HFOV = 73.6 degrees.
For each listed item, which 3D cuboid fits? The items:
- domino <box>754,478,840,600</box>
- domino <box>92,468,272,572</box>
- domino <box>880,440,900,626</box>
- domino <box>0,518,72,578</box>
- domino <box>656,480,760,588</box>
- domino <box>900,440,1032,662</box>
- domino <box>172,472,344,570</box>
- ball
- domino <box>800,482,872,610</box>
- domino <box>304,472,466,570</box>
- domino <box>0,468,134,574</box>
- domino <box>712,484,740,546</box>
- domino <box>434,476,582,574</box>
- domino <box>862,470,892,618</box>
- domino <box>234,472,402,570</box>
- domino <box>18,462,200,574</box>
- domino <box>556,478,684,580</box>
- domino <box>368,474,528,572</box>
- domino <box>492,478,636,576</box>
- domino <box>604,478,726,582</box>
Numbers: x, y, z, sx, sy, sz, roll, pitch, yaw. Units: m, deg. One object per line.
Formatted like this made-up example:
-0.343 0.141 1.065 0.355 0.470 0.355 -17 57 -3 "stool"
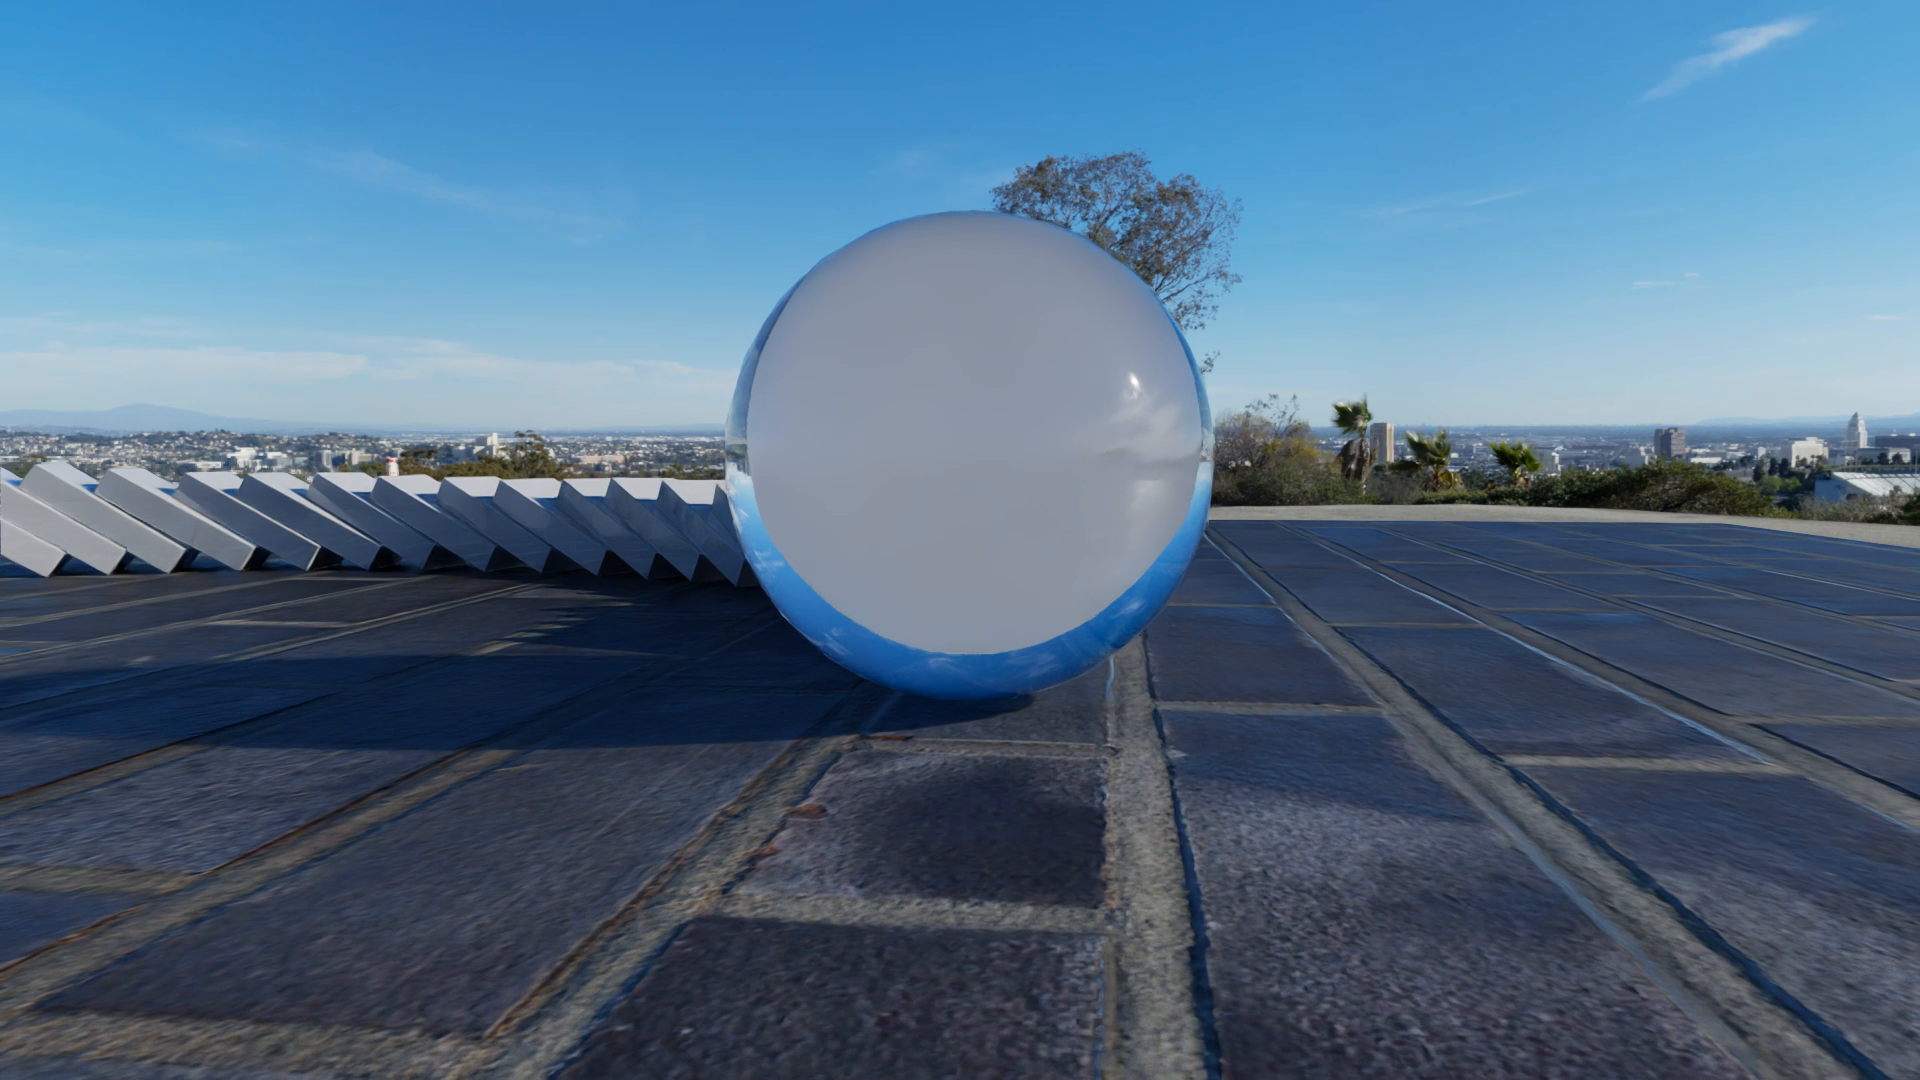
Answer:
-0.039 -0.001 0.368 0.025 0.009 0.050 -1 32 -31 "domino"
-0.261 -0.007 0.434 0.050 0.009 0.025 32 -2 -12 "domino"
-0.005 -0.003 0.314 0.025 0.050 0.010 -1 -38 -9 "domino"
-0.312 -0.006 0.410 0.050 0.009 0.025 36 -12 -23 "domino"
-0.071 -0.003 0.399 0.025 0.010 0.050 -3 31 -44 "domino"
0.000 0.001 0.262 0.025 0.050 0.010 0 -38 -3 "domino"
-0.239 -0.007 0.441 0.050 0.010 0.025 29 3 -3 "domino"
0.002 -0.013 0.212 0.080 0.080 0.080 0 4 0 "ball"
-0.025 0.001 0.349 0.025 0.010 0.050 -2 32 -23 "domino"
-0.197 -0.007 0.445 0.050 0.009 0.025 30 8 8 "domino"
-0.297 -0.007 0.419 0.050 0.010 0.025 35 -9 -20 "domino"
-0.052 -0.001 0.384 0.025 0.010 0.050 -3 31 -35 "domino"
-0.151 -0.006 0.439 0.050 0.009 0.025 30 14 18 "domino"
-0.011 0.000 0.331 0.025 0.009 0.050 0 38 -8 "domino"
-0.219 -0.007 0.442 0.050 0.009 0.025 29 3 -3 "domino"
-0.281 -0.008 0.427 0.050 0.010 0.025 35 -6 -16 "domino"
-0.108 -0.005 0.423 0.050 0.010 0.025 34 22 29 "domino"
-0.175 -0.006 0.443 0.050 0.009 0.025 29 11 11 "domino"
-0.130 -0.005 0.431 0.050 0.010 0.025 30 16 21 "domino"
-0.090 -0.004 0.413 0.050 0.010 0.025 36 23 33 "domino"
